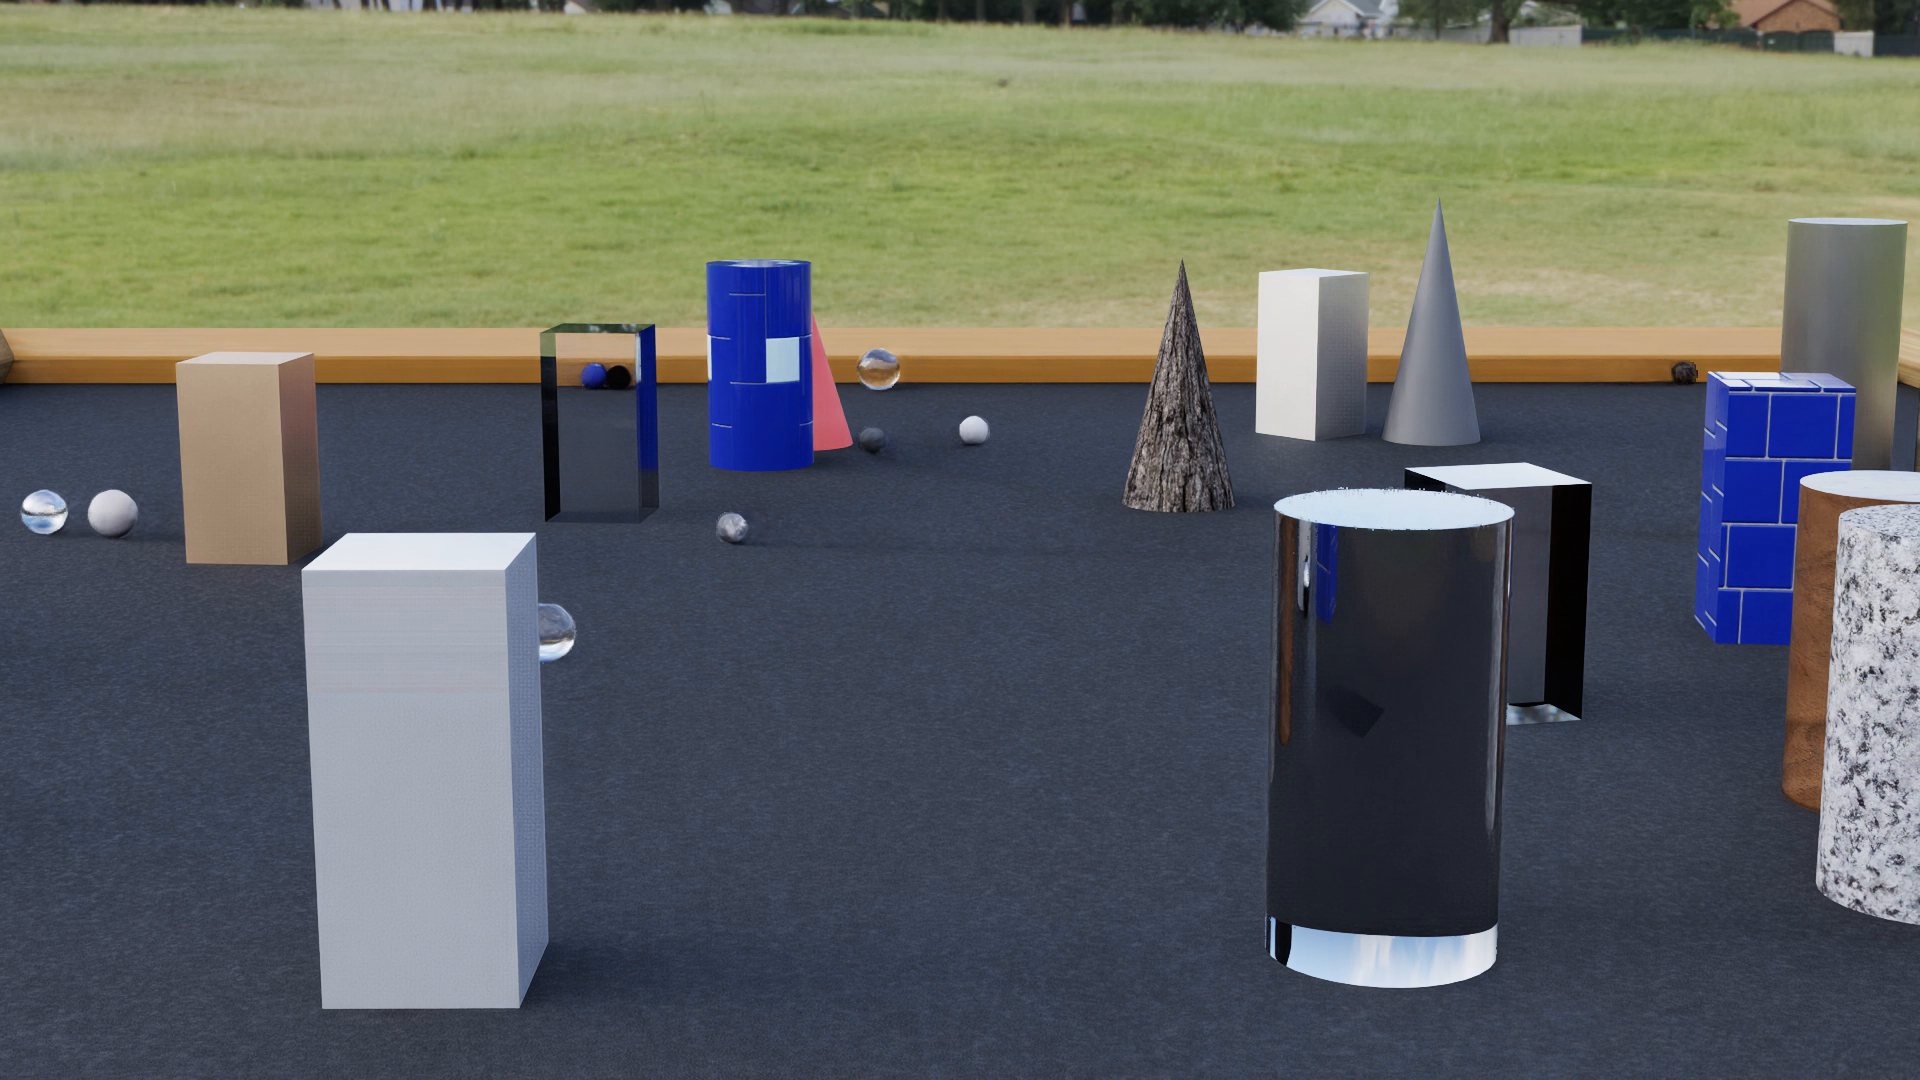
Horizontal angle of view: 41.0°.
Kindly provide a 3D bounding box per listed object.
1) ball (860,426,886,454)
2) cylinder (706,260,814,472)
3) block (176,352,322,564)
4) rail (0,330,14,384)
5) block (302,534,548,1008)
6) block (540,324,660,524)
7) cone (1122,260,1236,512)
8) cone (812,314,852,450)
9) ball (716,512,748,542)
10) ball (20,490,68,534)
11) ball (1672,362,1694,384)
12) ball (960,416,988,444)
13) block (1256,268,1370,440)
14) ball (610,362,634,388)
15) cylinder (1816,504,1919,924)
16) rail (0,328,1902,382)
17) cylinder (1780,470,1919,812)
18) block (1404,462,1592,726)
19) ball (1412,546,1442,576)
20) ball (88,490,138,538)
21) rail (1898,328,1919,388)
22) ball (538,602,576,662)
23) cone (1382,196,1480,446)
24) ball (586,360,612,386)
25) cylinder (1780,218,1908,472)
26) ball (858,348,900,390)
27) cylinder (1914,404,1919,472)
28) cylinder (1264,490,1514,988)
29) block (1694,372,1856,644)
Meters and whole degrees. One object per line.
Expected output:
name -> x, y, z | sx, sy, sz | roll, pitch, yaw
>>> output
ball -> -0.165, -0.189, 4.847 | 0.050, 0.050, 0.050 | 0, 11, 0
cylinder -> -0.366, -0.323, 4.696 | 0.192, 0.368, 0.192 | 0, 11, 0
block -> -1.057, -0.124, 3.826 | 0.153, 0.296, 0.153 | 1, 11, 5
rail -> -2.166, 0.034, 3.437 | 0.045, 0.125, 5.012 | 0, 11, 0
block -> -0.421, 0.180, 2.046 | 0.153, 0.349, 0.153 | 0, 11, -1
block -> -0.583, -0.191, 4.161 | 0.153, 0.305, 0.153 | 1, 11, 5
cone -> 0.367, -0.265, 4.268 | 0.192, 0.411, 0.192 | 0, 11, 0
cone -> -0.303, -0.345, 4.943 | 0.192, 0.322, 0.192 | 0, 11, 0
ball -> -0.350, -0.019, 3.941 | 0.047, 0.047, 0.047 | 0, 11, 0
ball -> -1.433, -0.043, 4.012 | 0.069, 0.069, 0.069 | 0, 11, 0
ball -> 1.656, -0.382, 5.876 | 0.052, 0.052, 0.052 | 0, 11, 0
ball -> 0.026, -0.212, 4.954 | 0.056, 0.056, 0.056 | 0, 11, 0
block -> 0.699, -0.370, 5.087 | 0.153, 0.319, 0.153 | -9, 14, -41
ball -> -0.767, -0.375, 5.830 | 0.056, 0.056, 0.056 | 0, 11, 0
cylinder -> 0.862, 0.149, 2.251 | 0.192, 0.334, 0.192 | 0, 11, 0
rail -> -0.014, -0.422, 5.890 | 4.380, 0.125, 0.045 | 0, 11, 0
cylinder -> 0.925, 0.103, 2.547 | 0.192, 0.317, 0.192 | 0, 11, 0
block -> 0.604, 0.060, 2.910 | 0.153, 0.269, 0.153 | -3, 11, -15
ball -> 0.672, 0.029, 3.690 | 0.044, 0.044, 0.044 | 0, 11, 0
ball -> -1.315, -0.040, 3.983 | 0.074, 0.074, 0.074 | 0, 11, 0
rail -> 2.166, 0.030, 3.461 | 0.045, 0.125, 5.012 | 0, 11, 0
ball -> -0.510, 0.114, 3.157 | 0.073, 0.073, 0.073 | 0, 11, 0
cone -> 0.925, -0.432, 4.995 | 0.192, 0.474, 0.192 | 0, 11, 0
ball -> -0.824, -0.381, 5.856 | 0.058, 0.058, 0.058 | 0, 11, 0
cylinder -> 1.503, -0.313, 4.386 | 0.192, 0.462, 0.192 | 0, 11, 0
ball -> -0.182, -0.384, 5.770 | 0.096, 0.096, 0.096 | 0, 11, 0
cylinder -> 1.575, -0.237, 3.935 | 0.192, 0.479, 0.192 | 0, 11, 0
cylinder -> 0.350, 0.157, 2.107 | 0.192, 0.371, 0.192 | 0, 11, 0
block -> 1.045, -0.043, 3.299 | 0.153, 0.329, 0.153 | 1, 11, 6
